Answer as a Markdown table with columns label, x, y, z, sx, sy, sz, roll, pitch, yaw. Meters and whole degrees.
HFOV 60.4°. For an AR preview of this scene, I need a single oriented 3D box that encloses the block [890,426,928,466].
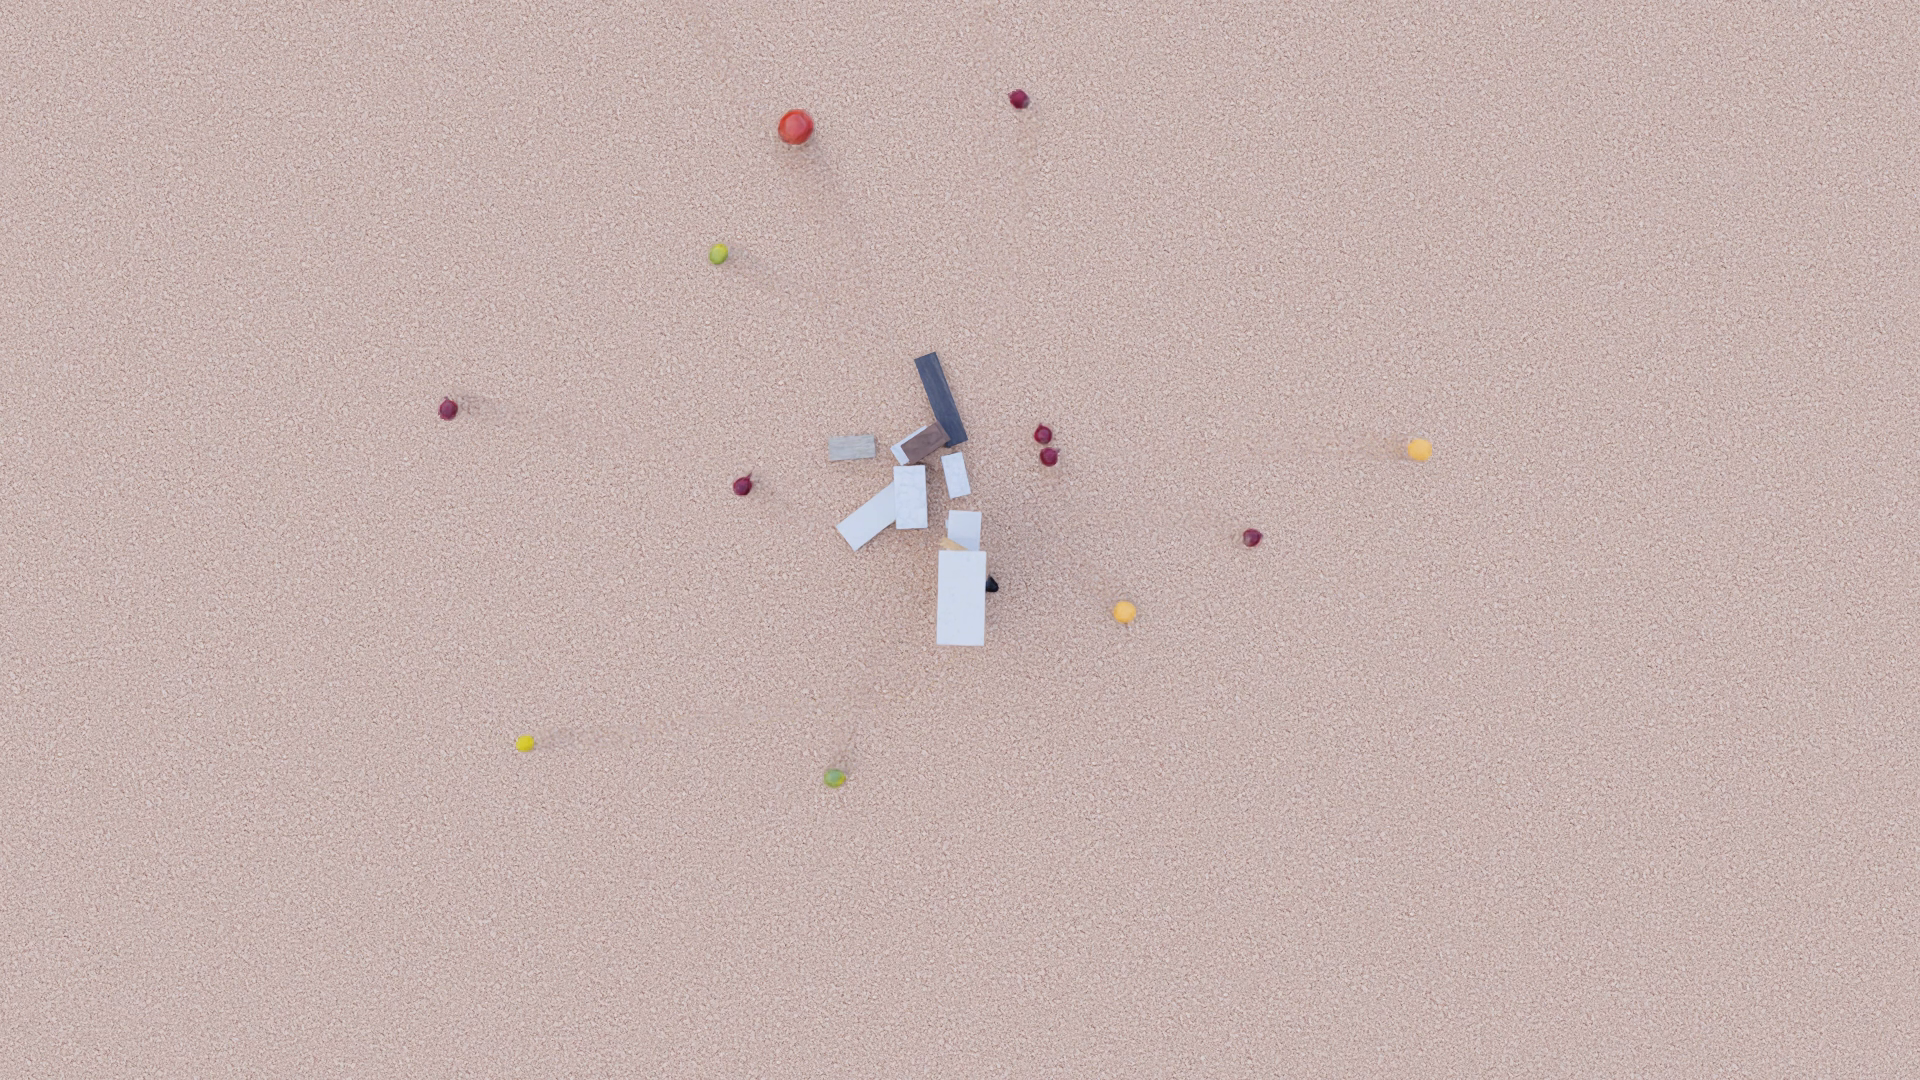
| label | x | y | z | sx | sy | sz | roll | pitch | yaw |
| --- | --- | --- | --- | --- | --- | --- | --- | --- | --- |
| block | -0.154 | -0.313 | 5.470 | 0.141 | 0.020 | 0.071 | -33 | 90 | 0 |

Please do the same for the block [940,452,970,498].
| label | x | y | z | sx | sy | sz | roll | pitch | yaw |
| --- | --- | --- | --- | --- | --- | --- | --- | --- | --- |
| block | -0.015 | -0.215 | 5.477 | 0.071 | 0.020 | 0.141 | -14 | 96 | -10 |

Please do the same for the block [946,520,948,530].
| label | x | y | z | sx | sy | sz | roll | pitch | yaw |
| --- | --- | --- | --- | --- | --- | --- | --- | --- | --- |
| block | 0.005 | -0.054 | 5.397 | 0.103 | 0.206 | 0.029 | -3 | 90 | 0 |

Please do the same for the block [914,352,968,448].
| label | x | y | z | sx | sy | sz | roll | pitch | yaw |
| --- | --- | --- | --- | --- | --- | --- | --- | --- | --- |
| block | -0.063 | -0.466 | 5.489 | 0.076 | 0.022 | 0.313 | -21 | 90 | 0 |

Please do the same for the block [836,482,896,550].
| label | x | y | z | sx | sy | sz | roll | pitch | yaw |
| --- | --- | --- | --- | --- | --- | --- | --- | --- | --- |
| block | -0.270 | -0.090 | 5.485 | 0.280 | 0.029 | 0.103 | -38 | 90 | 0 |

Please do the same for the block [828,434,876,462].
| label | x | y | z | sx | sy | sz | roll | pitch | yaw |
| --- | --- | --- | --- | --- | --- | --- | --- | --- | --- |
| block | -0.359 | -0.307 | 5.489 | 0.152 | 0.022 | 0.076 | -4 | 90 | 0 |

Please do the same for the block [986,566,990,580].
| label | x | y | z | sx | sy | sz | roll | pitch | yaw |
| --- | --- | --- | --- | --- | --- | --- | --- | --- | --- |
| block | 0.018 | 0.086 | 5.123 | 0.141 | 0.282 | 0.040 | 14 | 91 | 0 |

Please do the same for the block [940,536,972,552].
| label | x | y | z | sx | sy | sz | roll | pitch | yaw |
| --- | --- | --- | --- | --- | --- | --- | --- | --- | --- |
| block | -0.010 | 0.026 | 5.162 | 0.103 | 0.206 | 0.029 | 28 | 90 | 0 |

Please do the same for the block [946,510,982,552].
| label | x | y | z | sx | sy | sz | roll | pitch | yaw |
| --- | --- | --- | --- | --- | --- | --- | --- | --- | --- |
| block | 0.010 | 0.011 | 5.279 | 0.103 | 0.029 | 0.206 | 4 | 90 | 0 |

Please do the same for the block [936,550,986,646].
| label | x | y | z | sx | sy | sz | roll | pitch | yaw |
| --- | --- | --- | --- | --- | --- | --- | --- | --- | --- |
| block | 0.004 | 0.174 | 4.962 | 0.141 | 0.040 | 0.282 | 1 | 90 | 0 |

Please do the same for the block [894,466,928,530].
| label | x | y | z | sx | sy | sz | roll | pitch | yaw |
| --- | --- | --- | --- | --- | --- | --- | --- | --- | --- |
| block | -0.163 | -0.142 | 5.456 | 0.103 | 0.029 | 0.206 | -3 | 90 | 0 |

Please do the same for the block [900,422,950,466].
| label | x | y | z | sx | sy | sz | roll | pitch | yaw |
| --- | --- | --- | --- | --- | --- | --- | --- | --- | --- |
| block | -0.114 | -0.321 | 5.449 | 0.152 | 0.022 | 0.076 | -34 | 90 | 0 |

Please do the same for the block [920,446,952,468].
| label | x | y | z | sx | sy | sz | roll | pitch | yaw |
| --- | --- | --- | --- | --- | --- | --- | --- | --- | --- |
| block | -0.102 | -0.289 | 5.490 | 0.141 | 0.020 | 0.071 | 19 | 90 | 0 |
